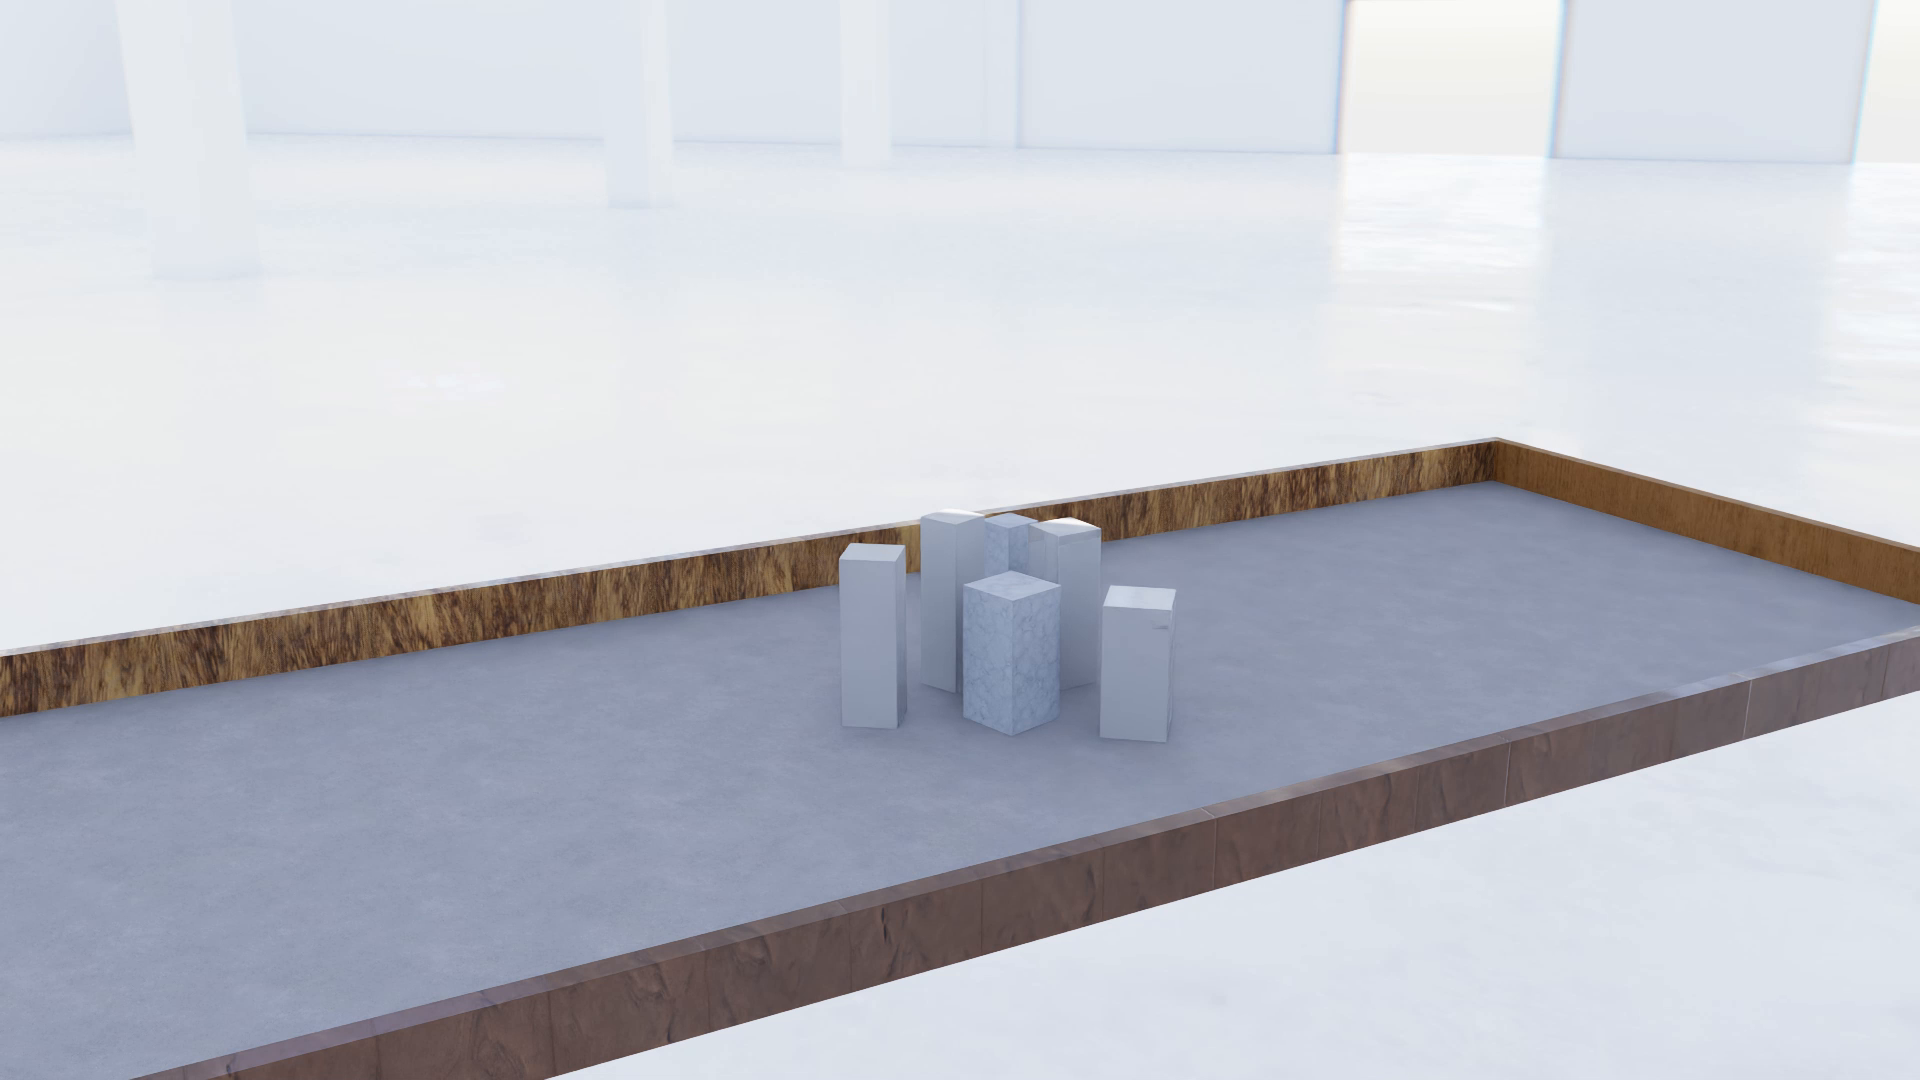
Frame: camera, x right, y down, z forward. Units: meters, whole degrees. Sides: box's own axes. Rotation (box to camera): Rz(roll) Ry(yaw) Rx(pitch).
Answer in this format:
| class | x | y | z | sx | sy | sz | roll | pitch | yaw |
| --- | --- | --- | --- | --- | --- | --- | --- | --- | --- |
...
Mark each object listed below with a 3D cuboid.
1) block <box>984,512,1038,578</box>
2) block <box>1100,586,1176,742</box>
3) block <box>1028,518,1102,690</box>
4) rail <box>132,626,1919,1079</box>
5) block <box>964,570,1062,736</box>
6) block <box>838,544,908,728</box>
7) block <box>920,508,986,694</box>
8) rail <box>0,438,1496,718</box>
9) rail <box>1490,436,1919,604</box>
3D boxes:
| class | x | y | z | sx | sy | sz | roll | pitch | yaw |
| --- | --- | --- | --- | --- | --- | --- | --- | --- | --- |
| block | 0.128 | 0.115 | 4.349 | 0.107 | 0.347 | 0.107 | -14 | 22 | -40 |
| block | 0.412 | 0.285 | 3.819 | 0.153 | 0.320 | 0.153 | 3 | 17 | 11 |
| block | 0.258 | 0.158 | 4.110 | 0.128 | 0.399 | 0.128 | -10 | 19 | -31 |
| rail | -2.336 | 1.006 | 1.665 | 12.000 | 0.150 | 0.050 | -9 | 18 | -27 |
| block | 0.122 | 0.263 | 3.876 | 0.161 | 0.329 | 0.161 | -15 | 22 | -42 |
| block | -0.202 | 0.224 | 3.866 | 0.131 | 0.409 | 0.131 | 2 | 17 | 8 |
| block | -0.018 | 0.149 | 4.082 | 0.112 | 0.433 | 0.112 | 13 | 21 | 38 |
| rail | -3.305 | 0.497 | 3.399 | 12.000 | 0.150 | 0.050 | -9 | 18 | -27 |
| rail | 2.466 | -0.048 | 5.253 | 0.050 | 0.150 | 2.100 | -9 | 18 | -27 |
